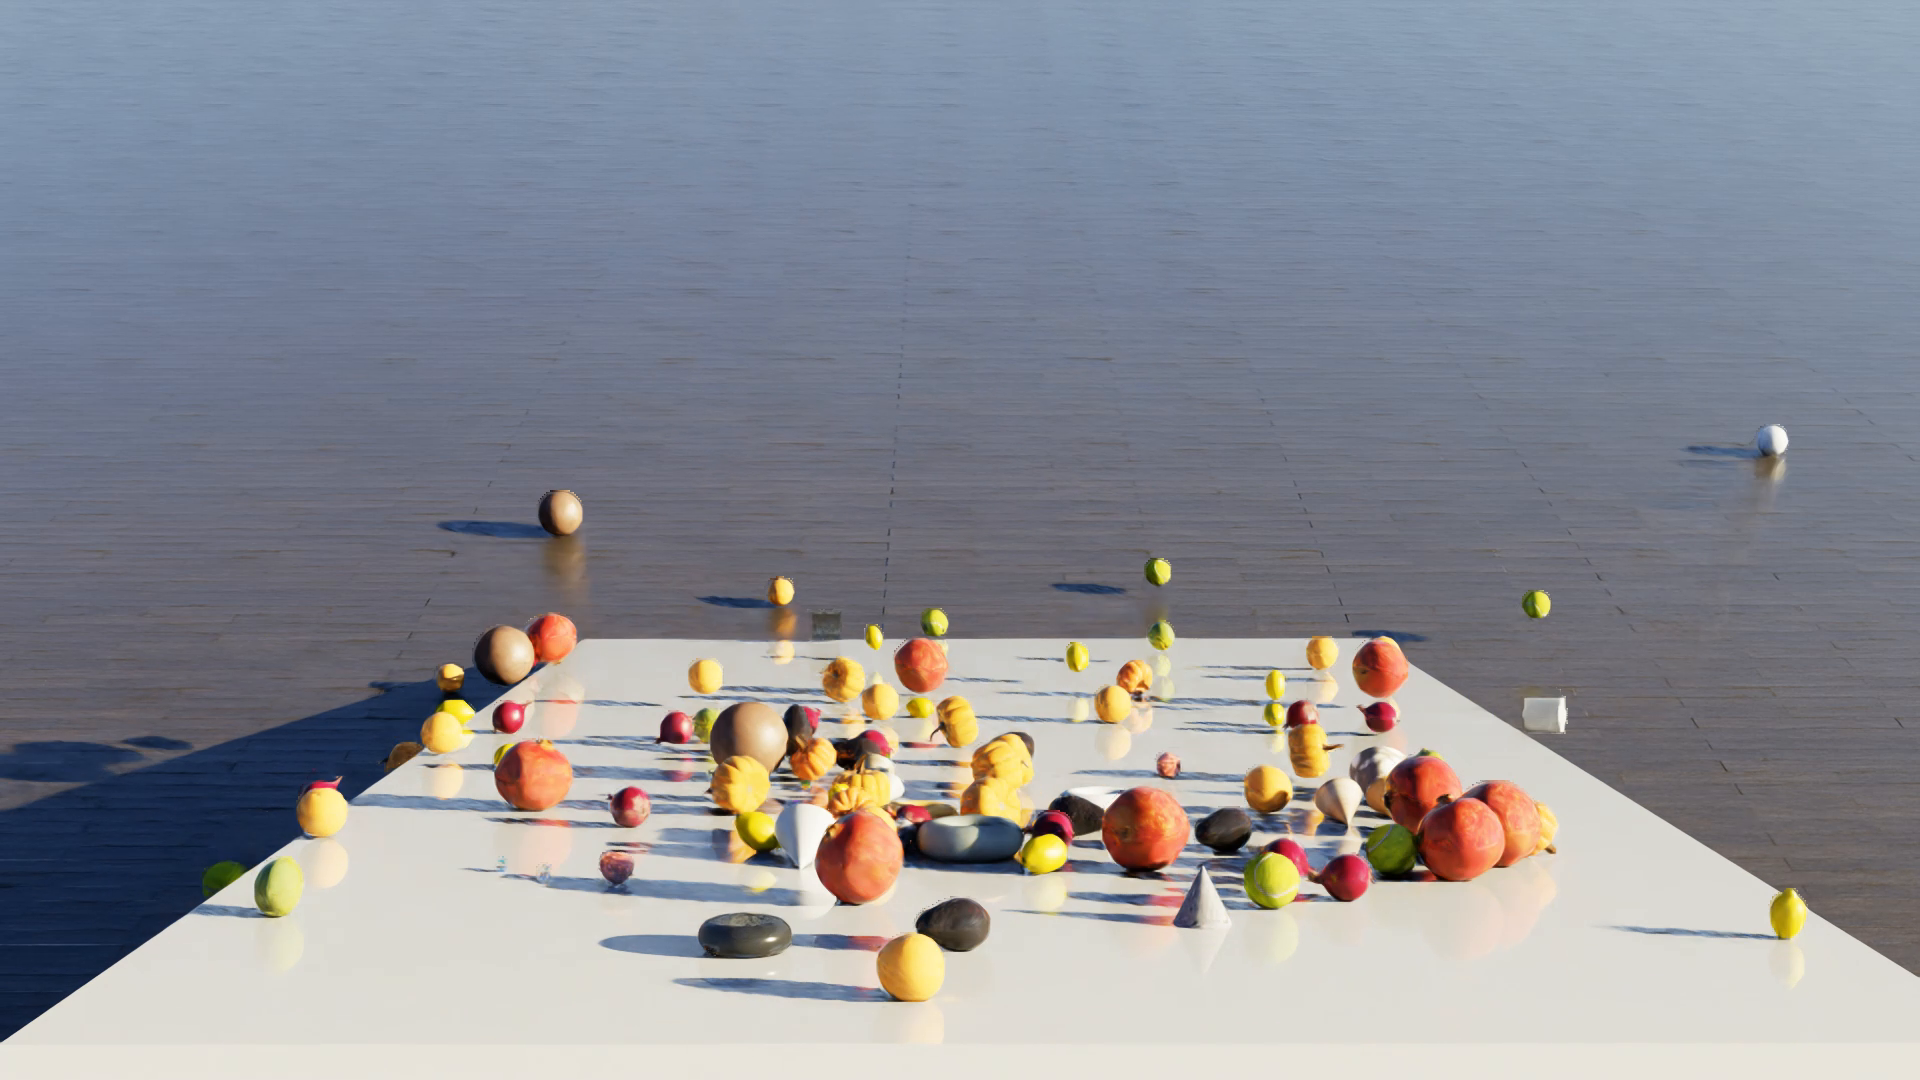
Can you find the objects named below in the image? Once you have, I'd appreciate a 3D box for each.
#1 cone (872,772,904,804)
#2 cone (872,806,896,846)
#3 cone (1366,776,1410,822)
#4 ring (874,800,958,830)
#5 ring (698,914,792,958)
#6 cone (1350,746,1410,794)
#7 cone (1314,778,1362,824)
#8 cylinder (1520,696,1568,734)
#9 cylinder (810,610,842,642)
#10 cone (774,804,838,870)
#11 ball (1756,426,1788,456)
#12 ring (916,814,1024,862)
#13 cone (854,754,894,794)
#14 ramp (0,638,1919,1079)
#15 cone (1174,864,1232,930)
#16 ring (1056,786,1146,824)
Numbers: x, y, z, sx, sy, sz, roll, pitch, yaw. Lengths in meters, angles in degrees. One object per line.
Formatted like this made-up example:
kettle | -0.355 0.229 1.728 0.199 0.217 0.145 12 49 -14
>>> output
cone | -0.120 0.396 3.986 0.052 0.052 0.052 6 32 16
cone | -0.100 0.403 3.645 0.052 0.052 0.052 0 4 0
cone | 0.651 0.401 3.847 0.069 0.069 0.069 -3 30 -7
ring | -0.063 0.404 3.715 0.126 0.042 0.126 -1 2 0
ring | -0.247 0.454 2.951 0.109 0.036 0.109 1 4 0
cone | 0.653 0.387 3.981 0.096 0.096 0.096 2 30 6
cone | 0.569 0.403 3.810 0.072 0.072 0.072 -2 30 -5
cylinder | 1.158 0.346 5.088 0.070 0.070 0.070 -10 12 33
cylinder | -0.336 0.215 6.450 0.072 0.072 0.072 -7 21 -4
cone | -0.212 0.420 3.475 0.089 0.089 0.089 1 30 3
ball | 2.601 -0.318 8.224 0.096 0.096 0.096 0 20 0
ring | 0.014 0.411 3.540 0.149 0.050 0.149 -1 3 0
cone | -0.140 0.387 4.096 0.065 0.065 0.065 2 30 4
ramp | 0.047 0.424 4.534 2.000 0.100 4.000 0 4 0
cone | 0.293 0.427 3.097 0.071 0.071 0.071 0 4 0
ring | 0.210 0.396 3.827 0.134 0.045 0.134 0 2 0
